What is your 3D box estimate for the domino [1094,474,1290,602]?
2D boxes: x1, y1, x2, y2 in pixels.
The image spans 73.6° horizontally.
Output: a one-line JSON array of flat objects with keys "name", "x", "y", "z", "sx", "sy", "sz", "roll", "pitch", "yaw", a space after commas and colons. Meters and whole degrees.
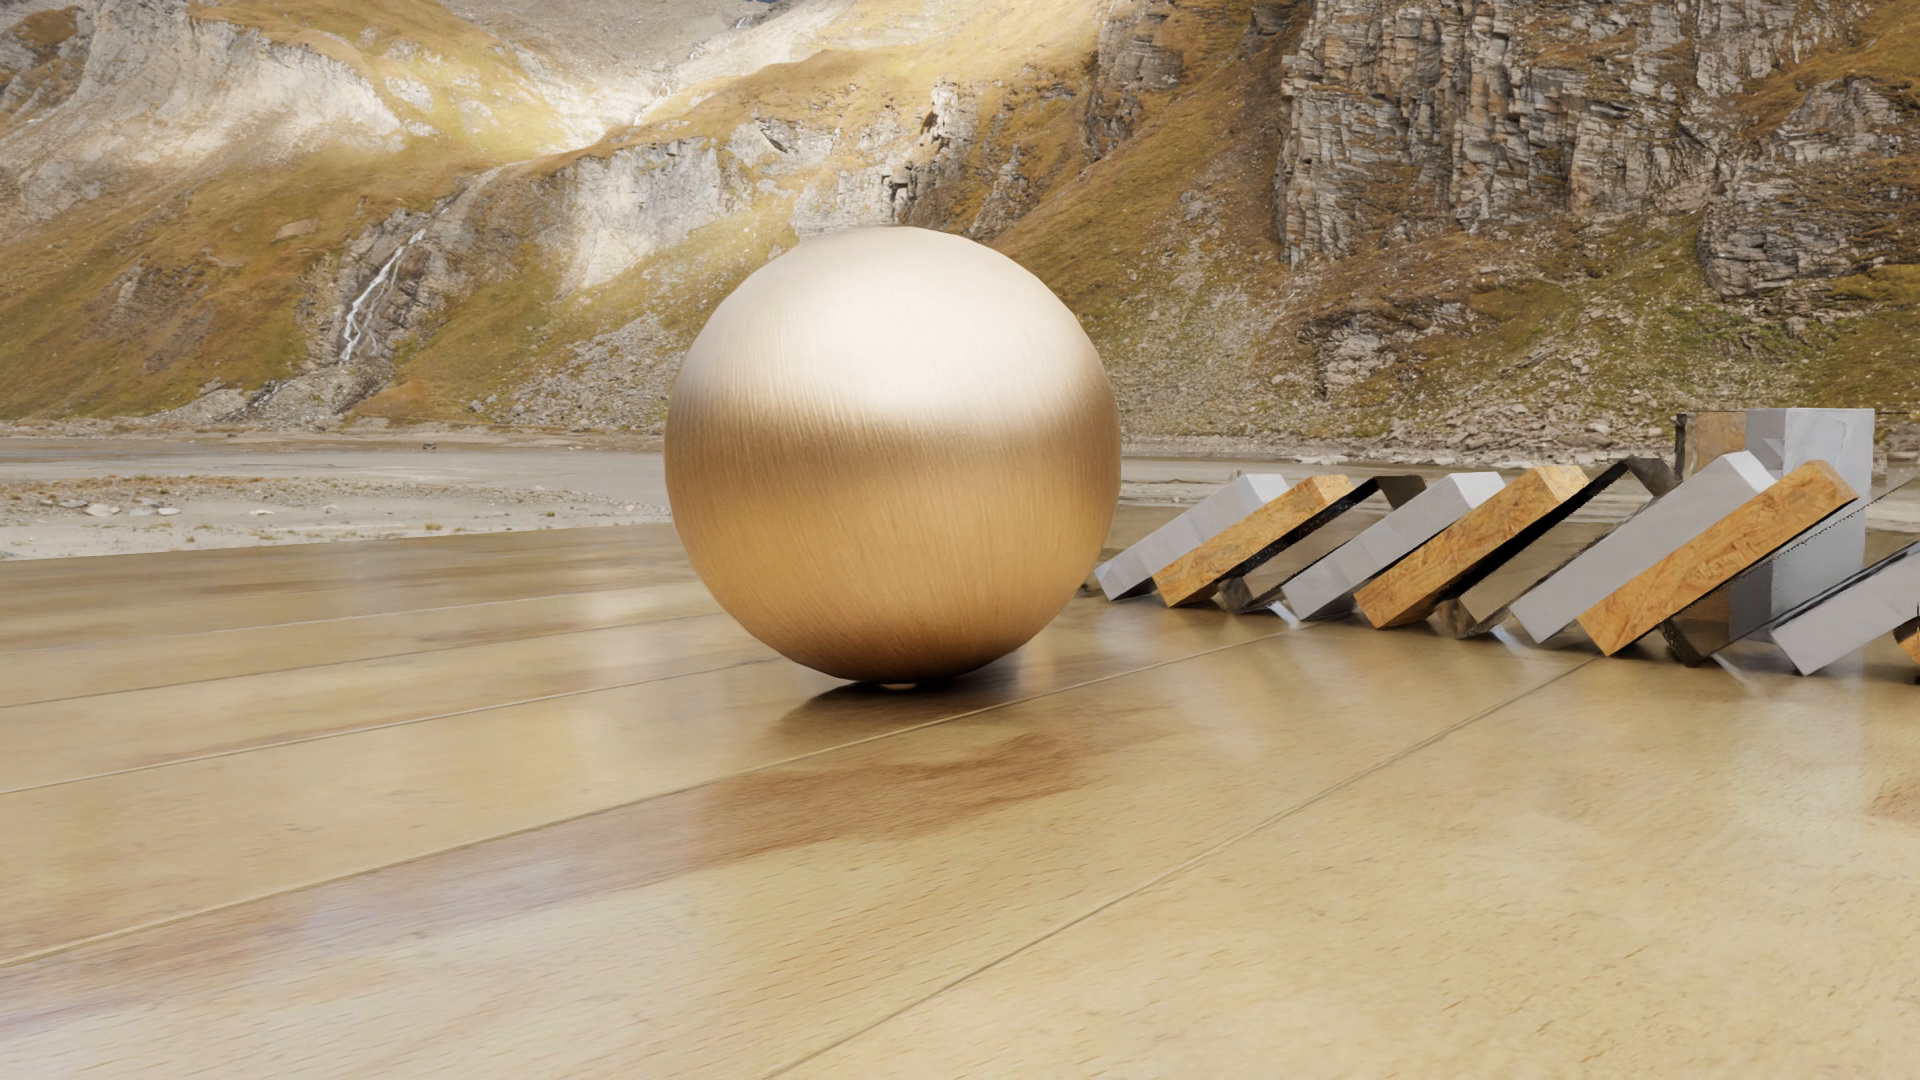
[{"name": "domino", "x": 0.062, "y": -0.001, "z": 0.342, "sx": 0.050, "sy": 0.009, "sz": 0.025, "roll": -35, "pitch": -16, "yaw": 30}]

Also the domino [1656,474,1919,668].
[{"name": "domino", "x": 0.159, "y": 0.006, "z": 0.241, "sx": 0.025, "sy": 0.009, "sz": 0.050, "roll": -5, "pitch": -30, "yaw": -50}]

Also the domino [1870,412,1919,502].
[{"name": "domino", "x": 0.230, "y": -0.007, "z": 0.325, "sx": 0.010, "sy": 0.050, "sz": 0.025, "roll": 1, "pitch": 4, "yaw": 12}]

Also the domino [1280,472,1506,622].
[{"name": "domino", "x": 0.103, "y": 0.002, "z": 0.303, "sx": 0.025, "sy": 0.010, "sz": 0.050, "roll": -4, "pitch": -28, "yaw": -45}]

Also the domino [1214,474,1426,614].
[{"name": "domino", "x": 0.090, "y": 0.001, "z": 0.317, "sx": 0.025, "sy": 0.010, "sz": 0.050, "roll": -5, "pitch": -26, "yaw": -47}]

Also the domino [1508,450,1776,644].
[{"name": "domino", "x": 0.140, "y": 0.002, "z": 0.263, "sx": 0.025, "sy": 0.009, "sz": 0.050, "roll": -7, "pitch": -32, "yaw": -49}]

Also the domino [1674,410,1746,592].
[{"name": "domino", "x": 0.181, "y": -0.005, "z": 0.299, "sx": 0.025, "sy": 0.050, "sz": 0.009, "roll": 0, "pitch": 4, "yaw": 7}]

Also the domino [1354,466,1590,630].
[{"name": "domino", "x": 0.116, "y": 0.002, "z": 0.289, "sx": 0.025, "sy": 0.010, "sz": 0.050, "roll": -4, "pitch": -31, "yaw": -45}]

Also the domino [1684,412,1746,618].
[{"name": "domino", "x": 0.193, "y": -0.006, "z": 0.314, "sx": 0.010, "sy": 0.050, "sz": 0.025, "roll": -3, "pitch": 5, "yaw": -34}]

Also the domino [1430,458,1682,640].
[{"name": "domino", "x": 0.128, "y": 0.002, "z": 0.276, "sx": 0.025, "sy": 0.009, "sz": 0.050, "roll": -5, "pitch": -33, "yaw": -45}]

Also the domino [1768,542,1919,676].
[{"name": "domino", "x": 0.176, "y": 0.006, "z": 0.234, "sx": 0.050, "sy": 0.009, "sz": 0.025, "roll": -41, "pitch": -19, "yaw": 30}]

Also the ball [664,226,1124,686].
[{"name": "ball", "x": -0.011, "y": -0.015, "z": 0.227, "sx": 0.080, "sy": 0.080, "sz": 0.080, "roll": 0, "pitch": 4, "yaw": 0}]

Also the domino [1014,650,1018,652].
[{"name": "domino", "x": 0.000, "y": -0.001, "z": 0.272, "sx": 0.025, "sy": 0.050, "sz": 0.010, "roll": 0, "pitch": -33, "yaw": 4}]

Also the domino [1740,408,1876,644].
[{"name": "domino", "x": 0.184, "y": -0.003, "z": 0.280, "sx": 0.025, "sy": 0.050, "sz": 0.009, "roll": -1, "pitch": 4, "yaw": -17}]

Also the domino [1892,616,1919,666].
[{"name": "domino", "x": 0.191, "y": 0.006, "z": 0.224, "sx": 0.050, "sy": 0.009, "sz": 0.025, "roll": -45, "pitch": -20, "yaw": 27}]

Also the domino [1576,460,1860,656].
[{"name": "domino", "x": 0.149, "y": 0.004, "z": 0.254, "sx": 0.025, "sy": 0.010, "sz": 0.050, "roll": -5, "pitch": -34, "yaw": -51}]

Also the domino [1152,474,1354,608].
[{"name": "domino", "x": 0.077, "y": 0.000, "z": 0.332, "sx": 0.050, "sy": 0.009, "sz": 0.025, "roll": -36, "pitch": -17, "yaw": 32}]

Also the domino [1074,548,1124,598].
[{"name": "domino", "x": 0.041, "y": 0.009, "z": 0.381, "sx": 0.025, "sy": 0.009, "sz": 0.050, "roll": 3, "pitch": 5, "yaw": 38}]
